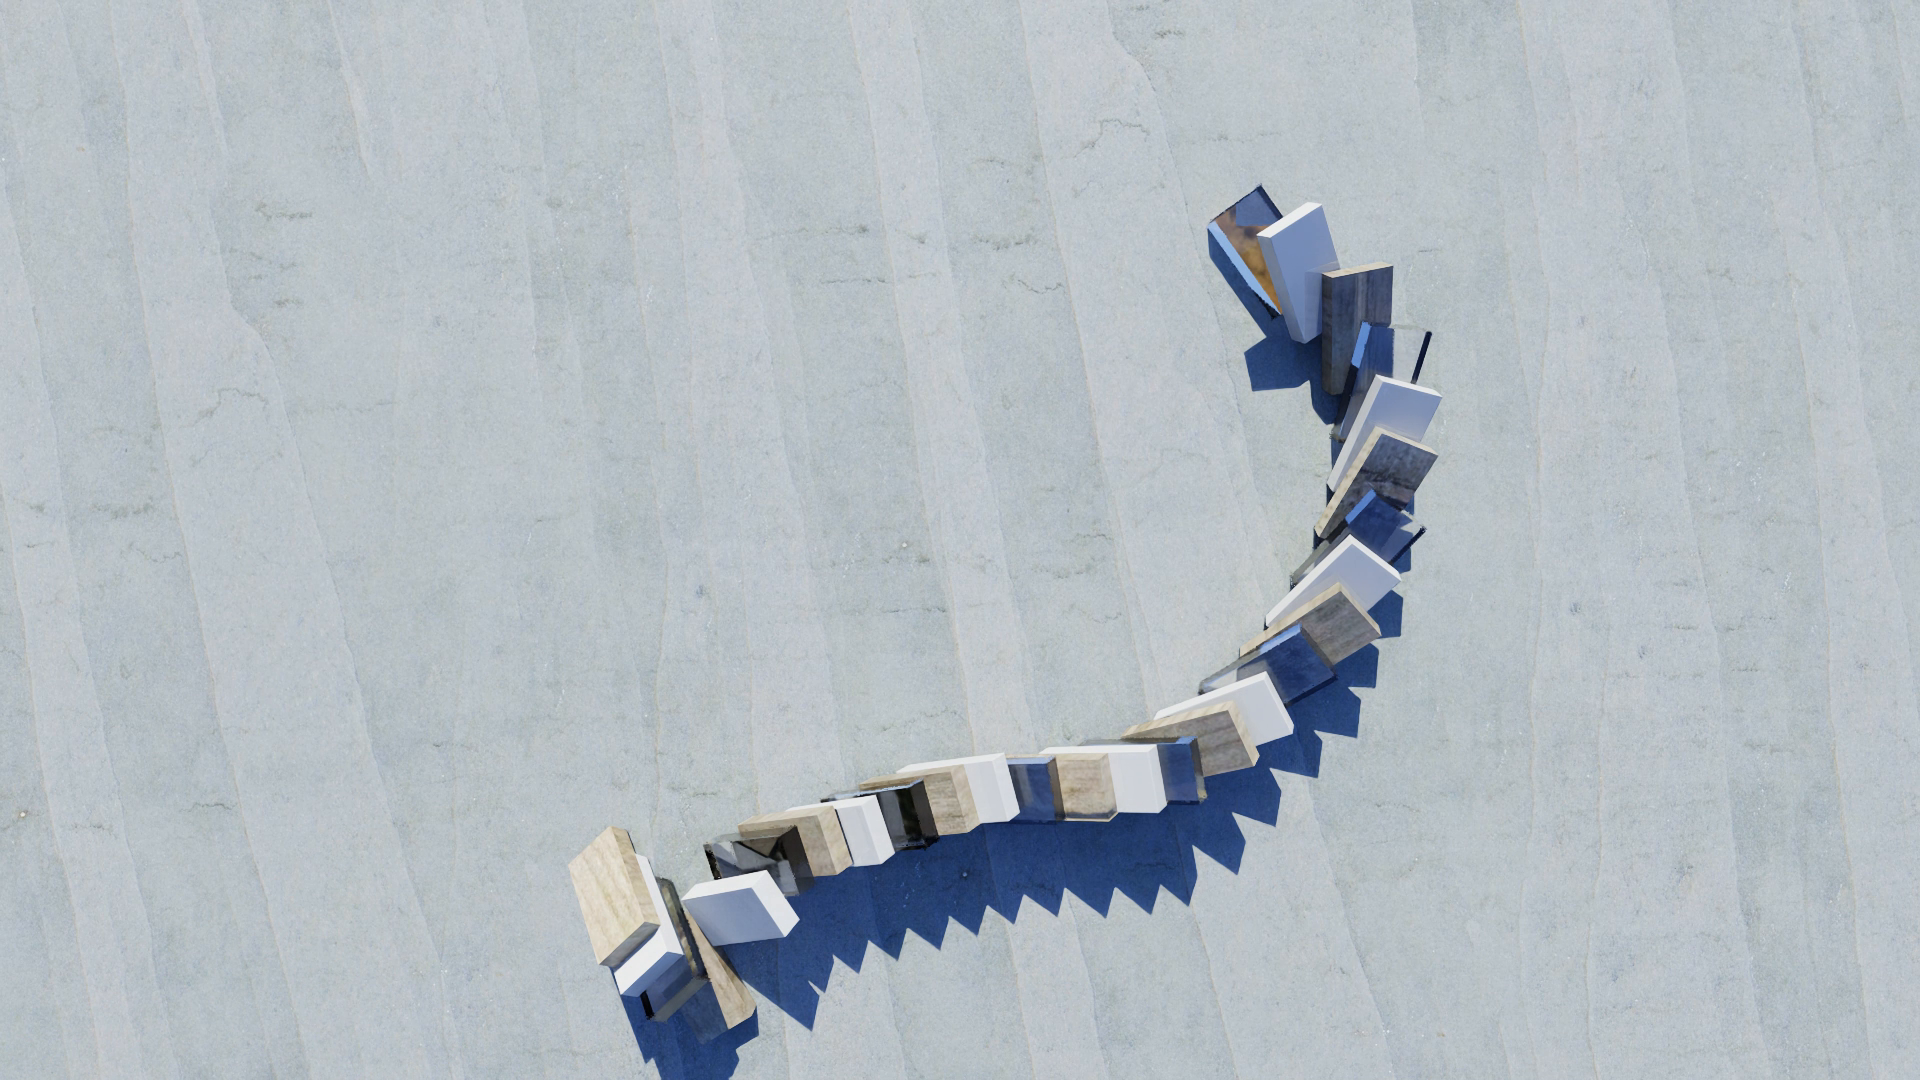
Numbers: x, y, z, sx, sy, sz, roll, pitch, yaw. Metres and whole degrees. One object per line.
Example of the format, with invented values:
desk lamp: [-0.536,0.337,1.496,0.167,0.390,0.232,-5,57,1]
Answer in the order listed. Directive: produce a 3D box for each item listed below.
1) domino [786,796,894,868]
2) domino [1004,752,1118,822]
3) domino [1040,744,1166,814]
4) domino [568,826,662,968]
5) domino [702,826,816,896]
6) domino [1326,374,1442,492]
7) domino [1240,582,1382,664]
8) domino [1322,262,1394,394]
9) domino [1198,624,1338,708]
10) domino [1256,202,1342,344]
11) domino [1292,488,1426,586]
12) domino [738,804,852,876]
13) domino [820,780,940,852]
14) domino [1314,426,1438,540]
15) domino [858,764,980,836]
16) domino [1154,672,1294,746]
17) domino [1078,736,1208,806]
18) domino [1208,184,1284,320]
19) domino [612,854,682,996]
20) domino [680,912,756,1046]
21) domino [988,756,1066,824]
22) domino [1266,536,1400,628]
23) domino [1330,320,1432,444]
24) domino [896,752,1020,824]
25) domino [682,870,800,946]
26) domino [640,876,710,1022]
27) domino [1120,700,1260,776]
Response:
domino: [-0.053,0.123,0.382,0.050,0.010,0.025,-18,90,33]
domino: [0.039,0.103,0.383,0.050,0.010,0.025,-10,90,31]
domino: [0.059,0.100,0.382,0.050,0.010,0.025,-10,90,33]
domino: [-0.144,0.147,0.380,0.025,0.009,0.050,-43,49,0]
domino: [-0.084,0.135,0.382,0.050,0.009,0.025,-18,90,35]
domino: [0.177,-0.041,0.385,0.025,0.010,0.050,15,116,0]
domino: [0.146,0.043,0.384,0.025,0.009,0.050,47,117,-4]
domino: [0.166,-0.088,0.385,0.025,0.010,0.050,-11,117,0]
domino: [0.129,0.059,0.384,0.050,0.009,0.025,-38,92,27]
domino: [0.144,-0.110,0.381,0.025,0.010,0.050,-33,119,-1]
domino: [0.167,0.006,0.385,0.025,0.009,0.050,35,115,0]
domino: [-0.069,0.127,0.382,0.050,0.009,0.025,-19,90,35]
domino: [-0.034,0.116,0.382,0.050,0.010,0.025,-18,87,33]
domino: [0.174,-0.020,0.384,0.025,0.009,0.050,21,116,-2]
domino: [-0.018,0.110,0.382,0.050,0.009,0.025,-18,87,33]
domino: [0.110,0.077,0.385,0.050,0.009,0.025,-27,90,26]
domino: [0.075,0.096,0.382,0.050,0.009,0.025,-10,90,33]
domino: [0.133,-0.124,0.395,0.025,0.009,0.050,-35,90,0]
domino: [-0.135,0.159,0.380,0.025,0.010,0.050,-43,49,0]
domino: [-0.112,0.188,0.395,0.025,0.009,0.050,-31,90,0]
domino: [0.017,0.105,0.384,0.050,0.010,0.025,-9,90,29]
domino: [0.156,0.025,0.384,0.025,0.009,0.050,37,117,0]
domino: [0.176,-0.065,0.385,0.025,0.009,0.050,5,116,0]
domino: [-0.001,0.105,0.382,0.050,0.010,0.025,-16,88,33]
domino: [-0.092,0.153,0.380,0.050,0.009,0.025,-24,100,36]
domino: [-0.124,0.169,0.380,0.025,0.010,0.050,-43,49,0]
domino: [0.095,0.086,0.381,0.050,0.010,0.025,-24,92,34]
